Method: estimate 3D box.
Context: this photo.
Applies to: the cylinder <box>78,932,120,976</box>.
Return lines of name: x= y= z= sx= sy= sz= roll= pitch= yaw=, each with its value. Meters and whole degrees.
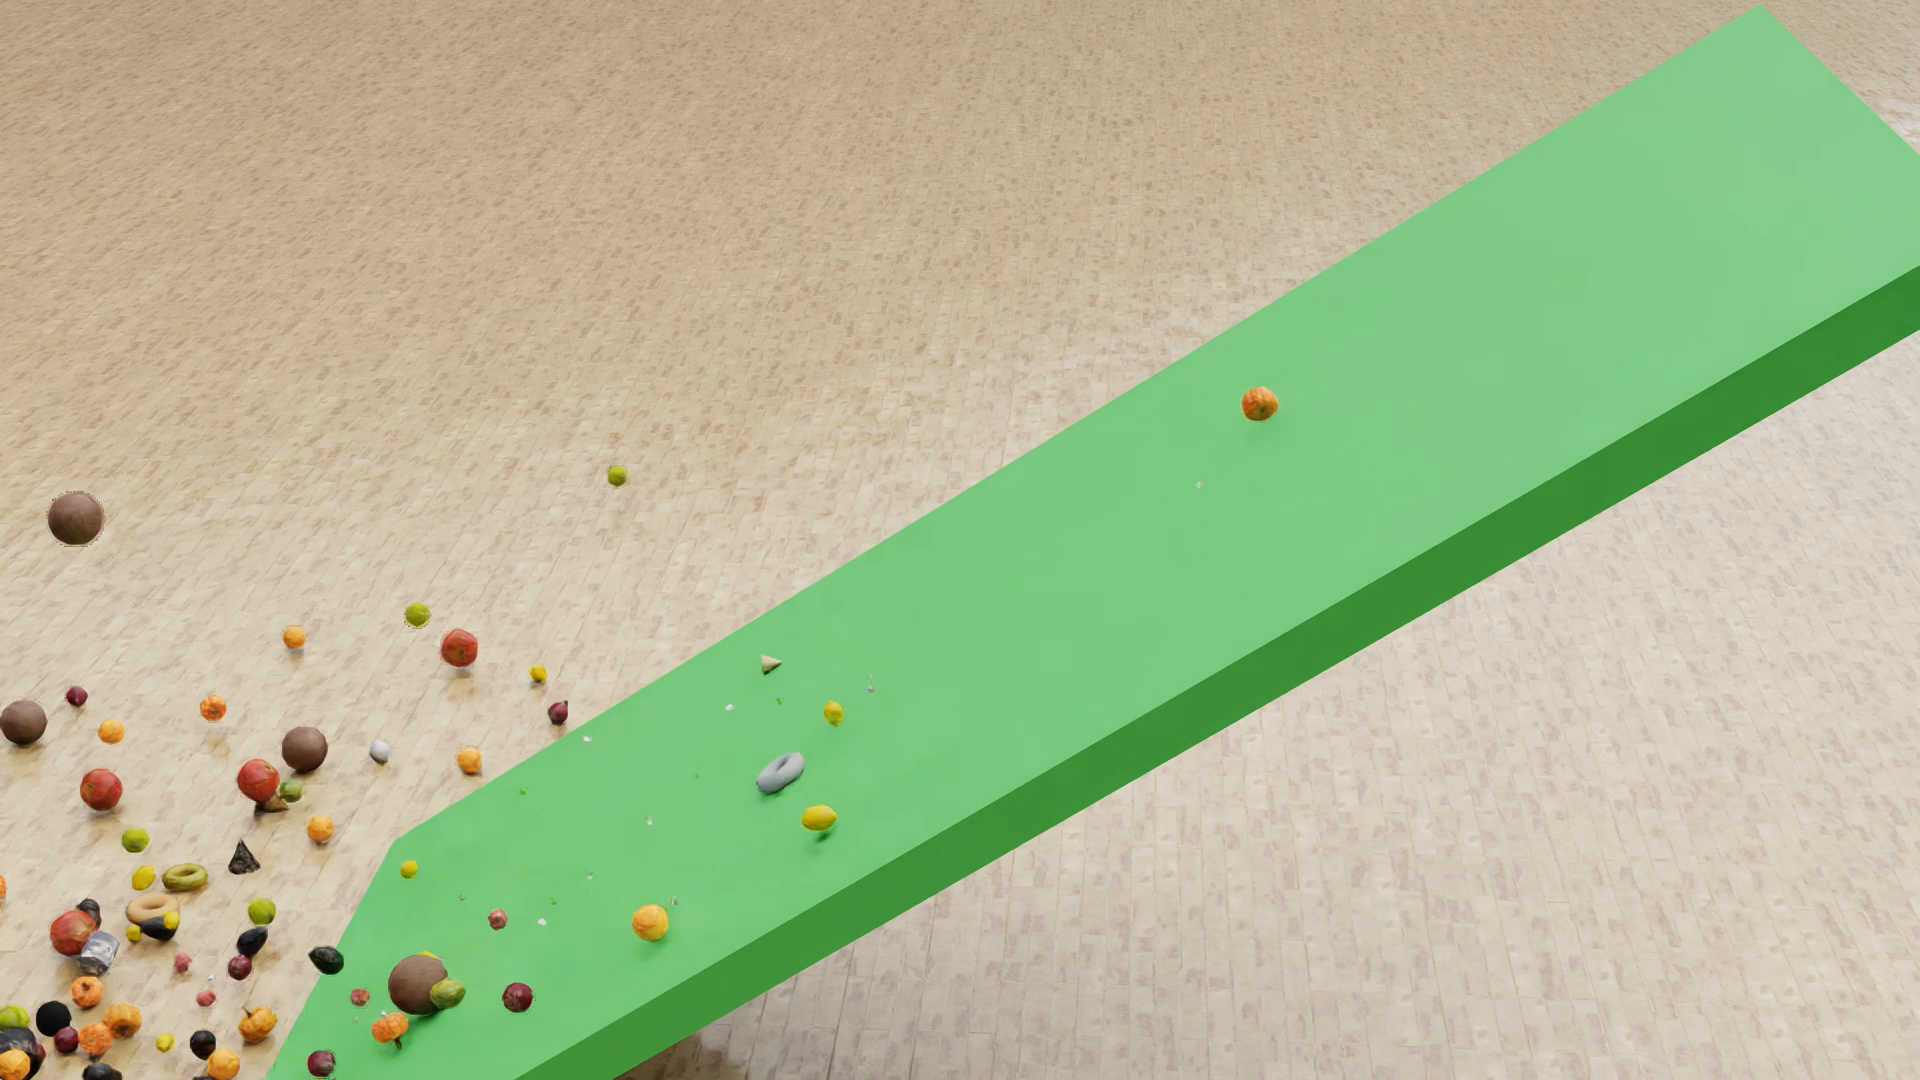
cylinder: x=-2.105 y=1.010 z=7.186 sx=0.077 sy=0.077 sz=0.077 roll=4 pitch=44 yaw=10

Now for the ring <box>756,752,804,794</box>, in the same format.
ring: x=-0.376 y=0.488 z=6.174 sx=0.115 sy=0.038 sz=0.115 roll=-31 pitch=16 yaw=10

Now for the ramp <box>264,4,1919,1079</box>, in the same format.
ramp: x=0.138 y=0.172 z=6.299 sx=4.000 sy=0.100 sz=2.000 roll=-31 pitch=16 yaw=14

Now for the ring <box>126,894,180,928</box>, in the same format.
ring: x=-2.051 y=0.940 z=7.478 sx=0.134 sy=0.045 sz=0.134 roll=1 pitch=22 yaw=0

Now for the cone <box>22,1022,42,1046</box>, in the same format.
cone: x=-2.187 y=1.153 z=6.892 sx=0.058 sy=0.058 sz=0.058 roll=0 pitch=21 yaw=0

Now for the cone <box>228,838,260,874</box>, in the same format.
cone: x=-1.887 y=0.823 z=7.734 sx=0.083 sy=0.083 sz=0.083 roll=0 pitch=21 yaw=0

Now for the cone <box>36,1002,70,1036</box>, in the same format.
cone: x=-2.139 y=1.133 z=6.972 sx=0.083 sy=0.083 sz=0.083 roll=-1 pitch=-6 yaw=-3

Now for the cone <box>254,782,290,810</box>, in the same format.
cone: x=-1.875 y=0.722 z=8.063 sx=0.090 sy=0.090 sz=0.090 roll=28 pitch=22 yaw=-2

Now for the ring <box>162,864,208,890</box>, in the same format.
ring: x=-2.016 y=0.877 z=7.652 sx=0.117 sy=0.039 sz=0.117 roll=0 pitch=19 yaw=0

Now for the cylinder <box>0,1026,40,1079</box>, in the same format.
cylinder: x=-2.151 y=1.174 z=6.705 sx=0.091 sy=0.091 sz=0.091 roll=-8 pitch=31 yaw=-20

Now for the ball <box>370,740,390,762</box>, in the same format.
ball: x=-1.649 y=0.600 z=8.358 sx=0.060 sy=0.060 sz=0.060 roll=0 pitch=21 yaw=0
